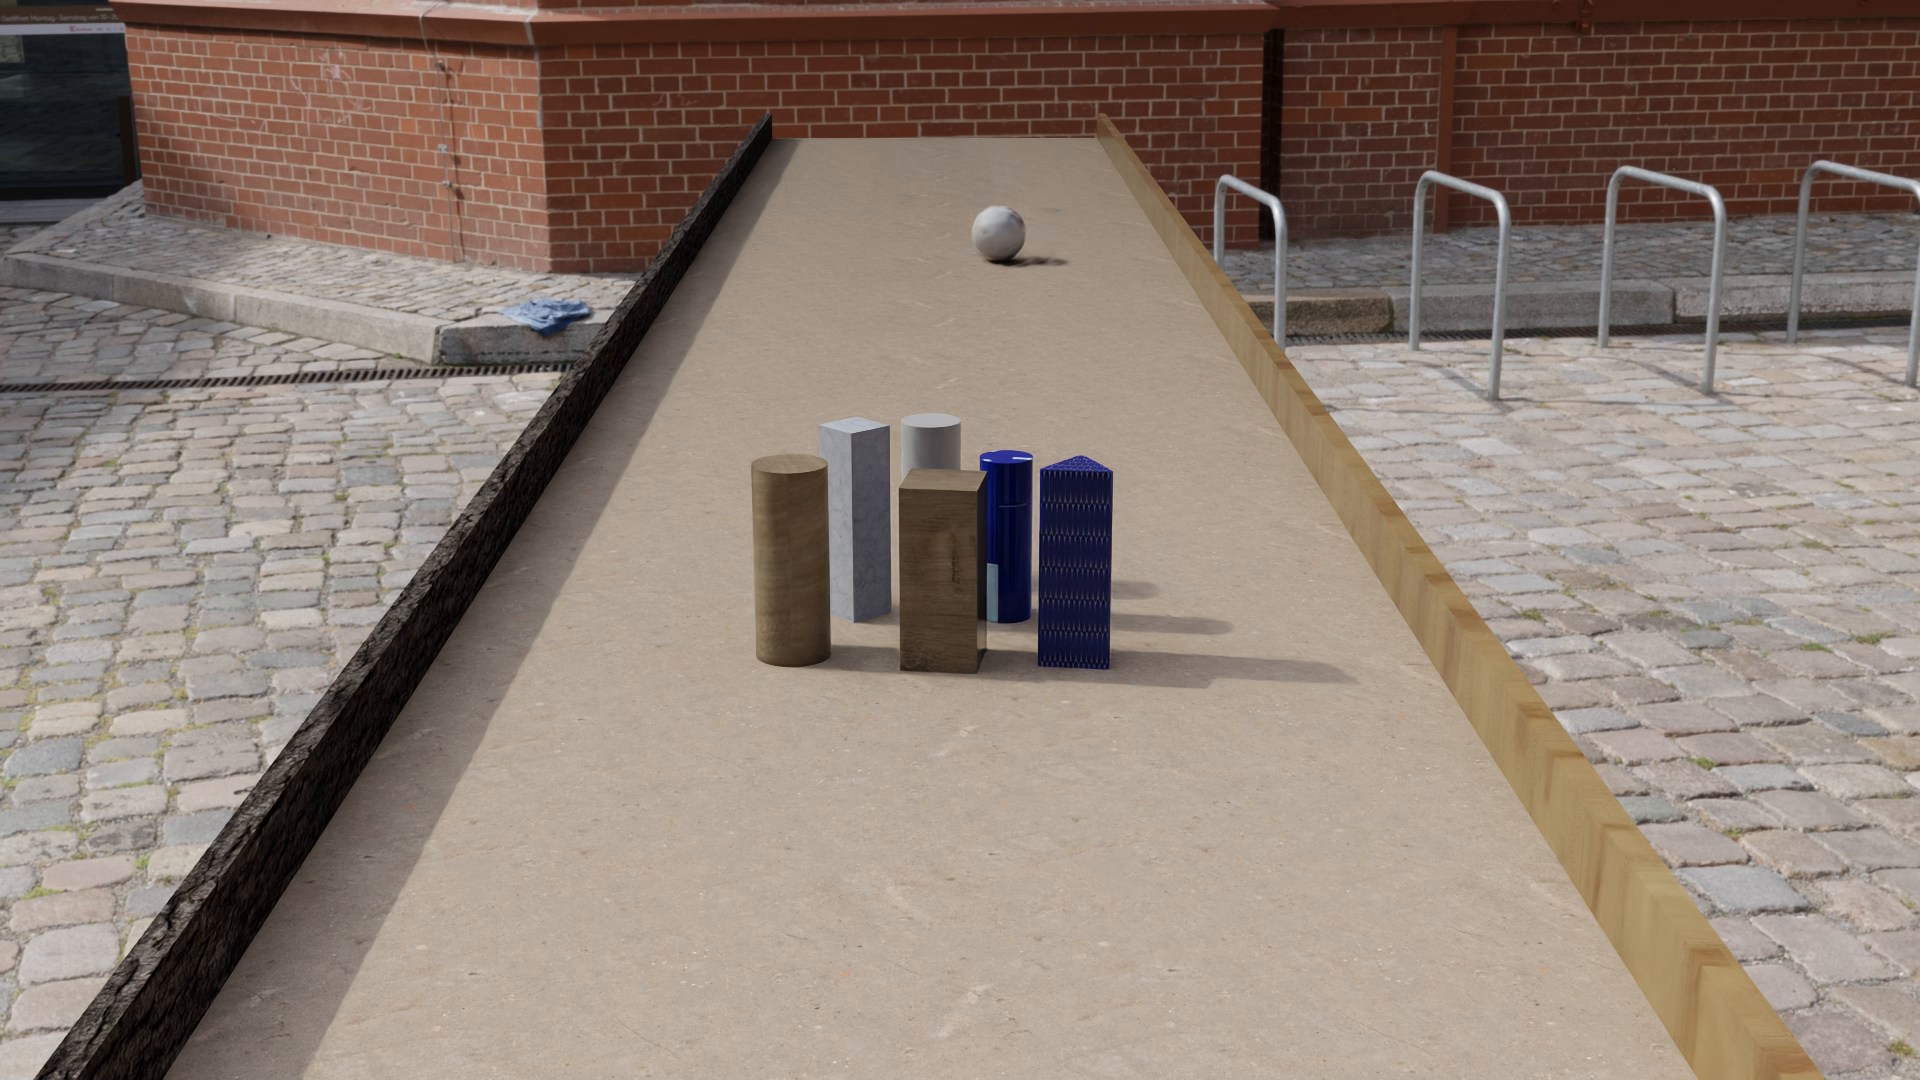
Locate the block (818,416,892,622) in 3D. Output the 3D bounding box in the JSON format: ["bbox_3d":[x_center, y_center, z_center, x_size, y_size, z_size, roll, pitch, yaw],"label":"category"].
[{"bbox_3d":[-0.221,-0.043,4.650,0.106,0.411,0.106,-15,22,-41],"label":"block"}]

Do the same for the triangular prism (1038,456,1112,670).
[{"bbox_3d":[0.234,0.042,4.374,0.140,0.405,0.122,2,17,8],"label":"triangular prism"}]

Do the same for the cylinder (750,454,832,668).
[{"bbox_3d":[-0.336,0.041,4.391,0.152,0.399,0.152,0,17,0],"label":"cylinder"}]

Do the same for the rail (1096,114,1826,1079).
[{"bbox_3d":[0.932,-0.844,7.801,0.050,0.150,12.000,0,17,-1],"label":"rail"}]

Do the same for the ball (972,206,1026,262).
[{"bbox_3d":[0.161,-1.266,9.085,0.228,0.228,0.228,0,17,0],"label":"ball"}]

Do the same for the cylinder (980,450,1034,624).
[{"bbox_3d":[0.097,-0.007,4.639,0.112,0.348,0.112,0,17,0],"label":"cylinder"}]

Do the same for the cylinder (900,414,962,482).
[{"bbox_3d":[-0.064,-0.087,4.879,0.133,0.366,0.133,0,17,0],"label":"cylinder"}]

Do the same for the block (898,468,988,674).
[{"bbox_3d":[-0.032,0.061,4.366,0.153,0.374,0.153,2,17,8],"label":"block"}]

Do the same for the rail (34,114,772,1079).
[{"bbox_3d":[-1.118,-0.838,7.780,0.050,0.150,12.000,0,17,-1],"label":"rail"}]
